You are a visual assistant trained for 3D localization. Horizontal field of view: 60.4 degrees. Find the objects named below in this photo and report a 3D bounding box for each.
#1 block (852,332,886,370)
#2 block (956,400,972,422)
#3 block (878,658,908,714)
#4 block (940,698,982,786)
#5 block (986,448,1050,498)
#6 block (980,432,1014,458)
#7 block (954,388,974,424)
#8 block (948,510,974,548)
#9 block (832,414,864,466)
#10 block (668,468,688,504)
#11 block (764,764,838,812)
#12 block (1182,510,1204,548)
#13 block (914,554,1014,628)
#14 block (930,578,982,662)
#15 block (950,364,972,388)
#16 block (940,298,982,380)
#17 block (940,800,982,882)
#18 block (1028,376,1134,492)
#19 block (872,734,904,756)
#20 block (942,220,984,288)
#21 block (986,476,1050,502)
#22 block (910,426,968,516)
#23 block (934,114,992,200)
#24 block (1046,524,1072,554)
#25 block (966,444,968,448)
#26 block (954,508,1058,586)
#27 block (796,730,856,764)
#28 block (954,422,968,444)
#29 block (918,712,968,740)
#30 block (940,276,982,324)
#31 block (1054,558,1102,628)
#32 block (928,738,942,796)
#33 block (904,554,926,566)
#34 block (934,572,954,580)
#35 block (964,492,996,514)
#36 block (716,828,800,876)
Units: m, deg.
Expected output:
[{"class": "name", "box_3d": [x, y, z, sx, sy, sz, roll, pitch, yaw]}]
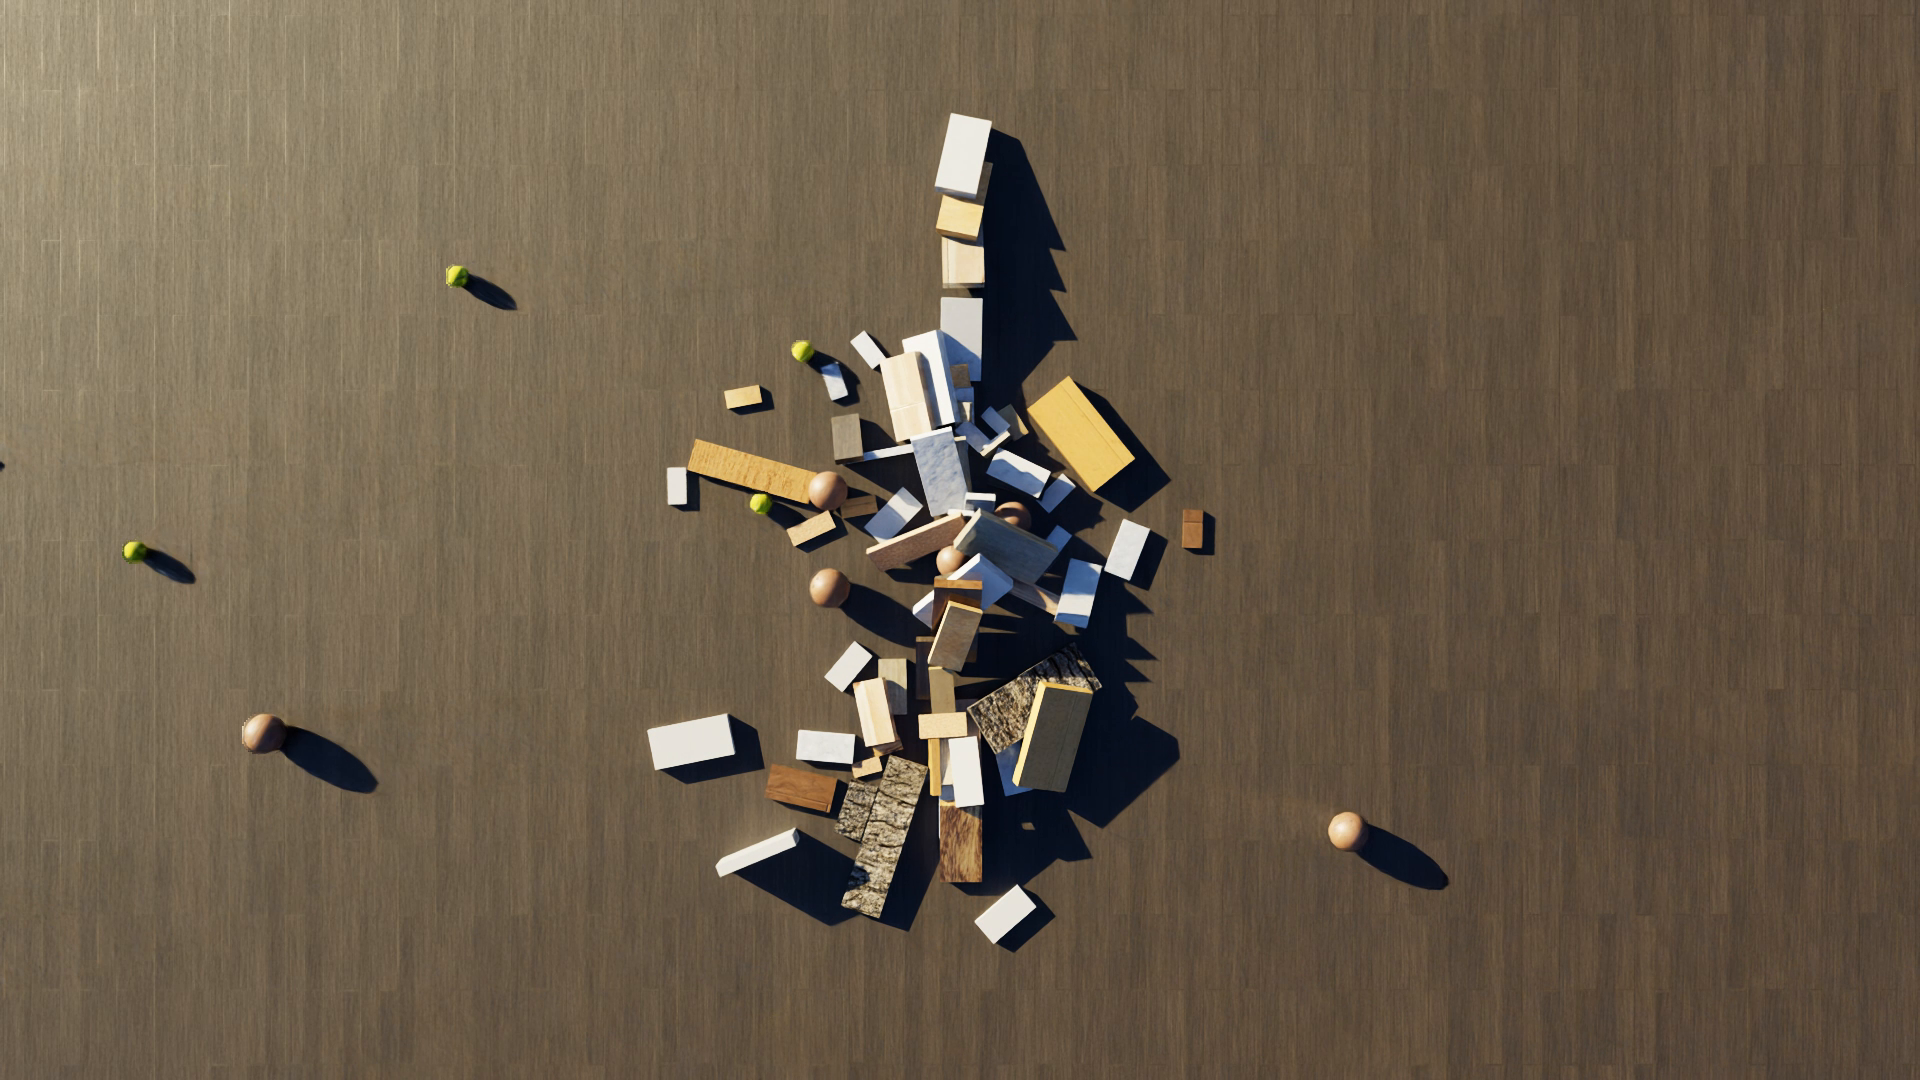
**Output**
[{"class": "block", "box_3d": [-0.305, -0.632, 5.492, 0.058, 0.016, 0.116, -39, 90, 0]}, {"class": "block", "box_3d": [-0.018, -0.430, 5.446, 0.129, 0.018, 0.064, 13, 109, 32]}, {"class": "block", "box_3d": [-0.223, 0.487, 5.487, 0.092, 0.026, 0.184, -1, 90, 0]}, {"class": "block", "box_3d": [-0.001, 0.667, 5.450, 0.138, 0.039, 0.276, -3, 77, -1]}, {"class": "block", "box_3d": [0.194, -0.222, 5.451, 0.191, 0.027, 0.095, 26, 88, 5]}, {"class": "block", "box_3d": [0.123, -0.314, 5.463, 0.113, 0.057, 0.016, -39, 76, 8]}, {"class": "block", "box_3d": [0.014, -0.442, 5.467, 0.064, 0.018, 0.129, -1, 112, 1]}, {"class": "block", "box_3d": [0.003, -0.036, 5.428, 0.082, 0.164, 0.023, 4, 50, 3]}, {"class": "block", "box_3d": [-0.371, -0.333, 5.431, 0.094, 0.027, 0.187, -9, 52, 1]}, {"class": "block", "box_3d": [-0.941, -0.180, 5.491, 0.061, 0.017, 0.121, -1, 90, 0]}, {"class": "block", "box_3d": [-0.528, 0.824, 5.484, 0.222, 0.031, 0.111, 13, 90, 0]}, {"class": "block", "box_3d": [0.775, -0.037, 5.491, 0.063, 0.018, 0.126, 2, 90, 0]}, {"class": "block", "box_3d": [0.009, 0.187, 5.385, 0.154, 0.044, 0.309, 38, 118, -24]}, {"class": "block", "box_3d": [-0.015, 0.265, 5.389, 0.154, 0.044, 0.309, 3, 126, -2]}, {"class": "block", "box_3d": [0.003, -0.517, 5.457, 0.064, 0.018, 0.129, -9, 112, 4]}, {"class": "block", "box_3d": [0.004, -0.664, 5.453, 0.135, 0.038, 0.270, 1, 102, 0]}, {"class": "block", "box_3d": [0.003, 0.995, 5.443, 0.138, 0.039, 0.276, 0, 106, 0]}, {"class": "block", "box_3d": [0.400, -0.351, 5.475, 0.175, 0.050, 0.350, -39, 90, 0]}, {"class": "block", "box_3d": [-0.242, 0.686, 5.493, 0.095, 0.014, 0.048, -17, 90, 0]}, {"class": "block", "box_3d": [0.009, -0.963, 5.436, 0.135, 0.038, 0.270, -1, 73, -1]}, {"class": "block", "box_3d": [0.194, -0.201, 5.477, 0.191, 0.027, 0.095, 17, 87, 5]}, {"class": "block", "box_3d": [-0.061, -0.222, 5.377, 0.137, 0.039, 0.274, -14, 112, 3]}, {"class": "block", "box_3d": [0.011, -1.266, 5.442, 0.137, 0.039, 0.274, 12, 73, 0]}, {"class": "block", "box_3d": [0.312, 0.016, 5.491, 0.062, 0.017, 0.123, 37, 90, 0]}, {"class": "block", "box_3d": [-0.001, -0.276, 5.493, 0.046, 0.013, 0.093, 9, 90, 0]}, {"class": "block", "box_3d": [0.151, 0.025, 5.389, 0.309, 0.044, 0.154, 26, 119, -22]}, {"class": "block", "box_3d": [-0.446, 0.688, 5.487, 0.187, 0.027, 0.094, 5, 90, 0]}, {"class": "block", "box_3d": [0.010, -0.368, 5.478, 0.046, 0.013, 0.093, 9, 109, -3]}, {"class": "block", "box_3d": [-0.057, 0.612, 5.431, 0.156, 0.022, 0.078, -3, 77, -1]}, {"class": "block", "box_3d": [0.004, -0.847, 5.481, 0.135, 0.038, 0.270, 1, 90, 0]}, {"class": "block", "box_3d": [0.392, 0.177, 5.471, 0.107, 0.030, 0.213, 15, 83, -1]}, {"class": "block", "box_3d": [-0.085, 0.748, 5.445, 0.026, 0.092, 0.185, -2, 85, -9]}, {"class": "block", "box_3d": [-0.128, 0.011, 5.469, 0.164, 0.023, 0.082, -29, 90, 14]}, {"class": "block", "box_3d": [-0.016, 0.175, 5.426, 0.082, 0.023, 0.164, -17, 129, 12]}, {"class": "block", "box_3d": [0.058, -0.080, 5.415, 0.095, 0.191, 0.027, 3, 50, -4]}, {"class": "block", "box_3d": [-0.664, 1.028, 5.433, 0.267, 0.134, 0.038, -22, 90, 0]}]
